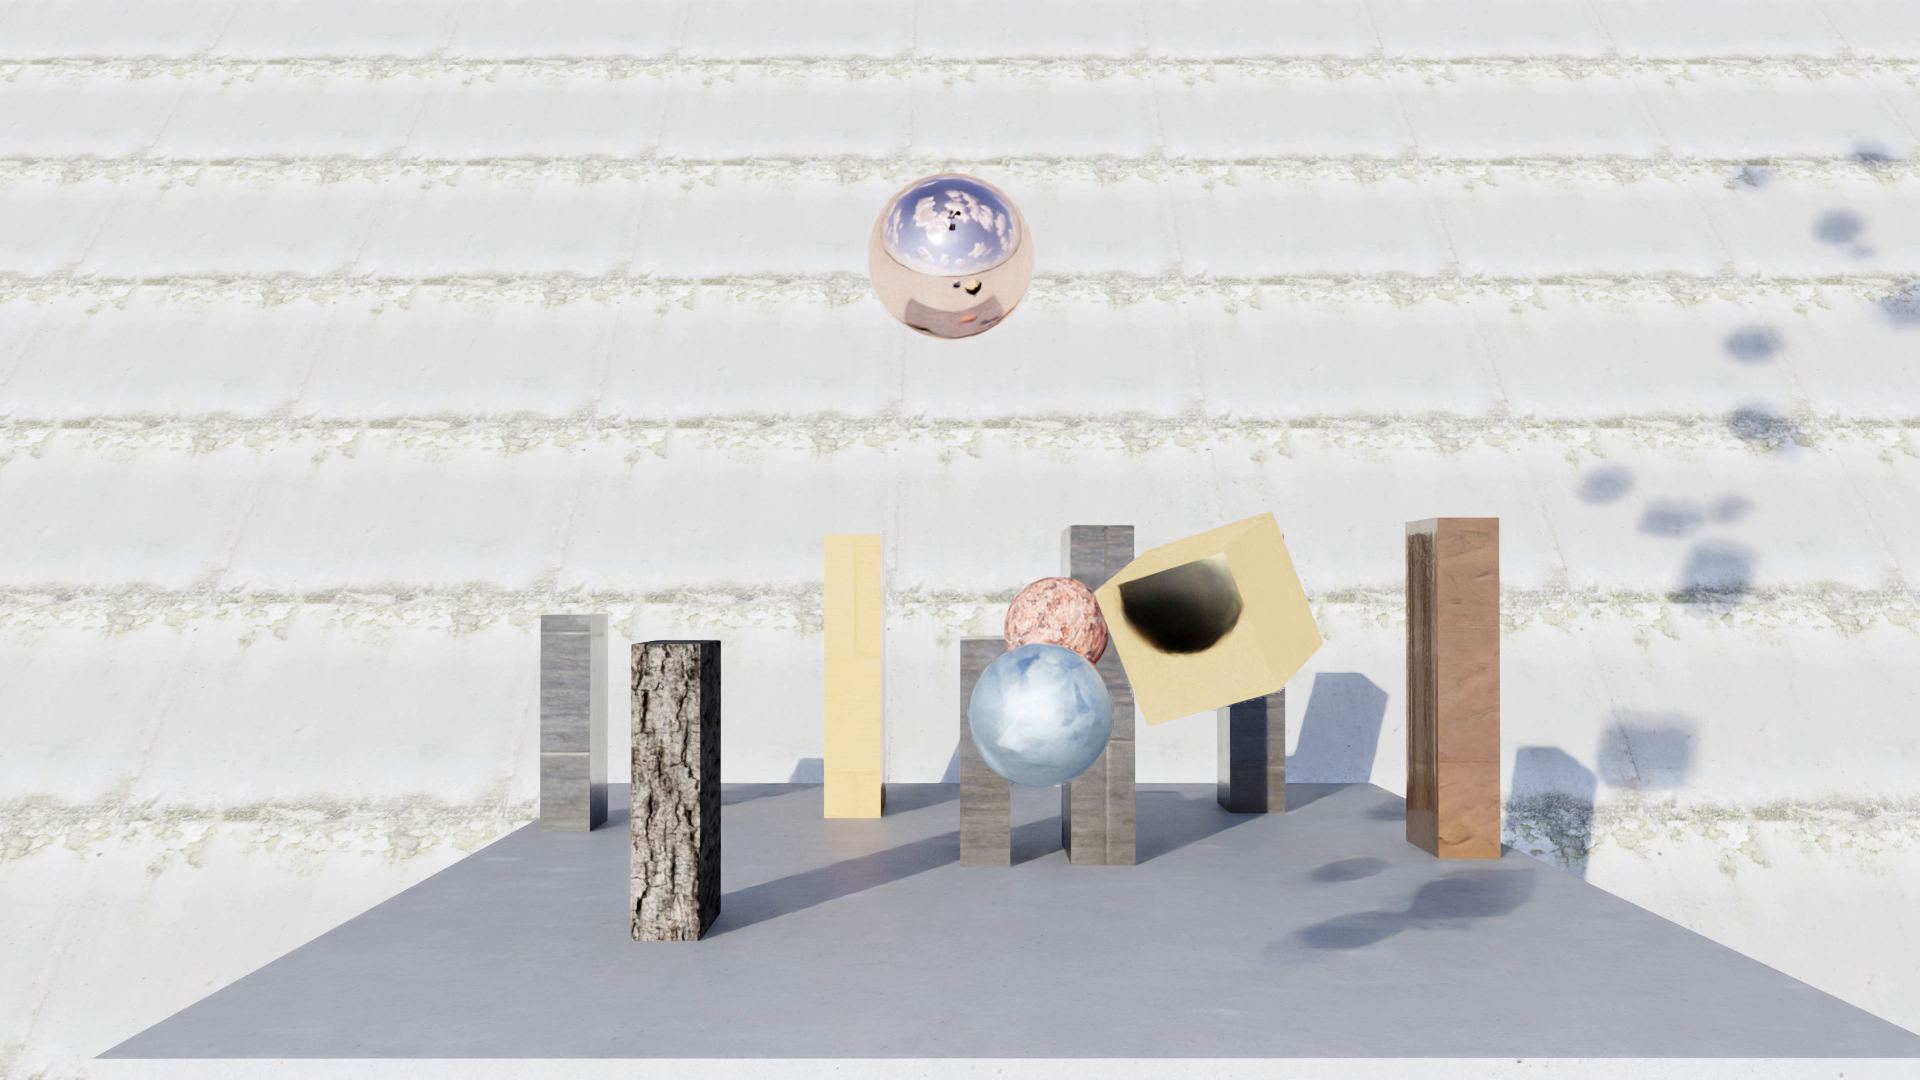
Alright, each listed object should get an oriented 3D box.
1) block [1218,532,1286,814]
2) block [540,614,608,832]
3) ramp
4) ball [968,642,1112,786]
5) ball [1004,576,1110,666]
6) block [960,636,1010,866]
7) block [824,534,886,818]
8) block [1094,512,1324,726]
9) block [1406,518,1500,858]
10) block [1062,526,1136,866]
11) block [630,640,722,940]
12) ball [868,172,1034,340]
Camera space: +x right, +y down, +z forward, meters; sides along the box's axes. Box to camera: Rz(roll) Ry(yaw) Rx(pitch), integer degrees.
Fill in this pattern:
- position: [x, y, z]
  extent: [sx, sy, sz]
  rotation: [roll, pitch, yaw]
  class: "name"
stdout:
- position: [0.669, 0.301, 5.979]
  extent: [0.125, 0.631, 0.287]
  rotation: [0, -1, 0]
  class: "block"
- position: [-0.820, 0.383, 5.523]
  extent: [0.104, 0.450, 0.277]
  rotation: [0, -1, 0]
  class: "block"
- position: [0.074, 0.643, 4.762]
  extent: [2.000, 0.100, 4.000]
  rotation: [0, -1, 0]
  class: "ramp"
- position: [0.075, 0.162, 2.401]
  extent: [0.133, 0.133, 0.133]
  rotation: [0, 33, 0]
  class: "ball"
- position: [0.111, 0.102, 2.978]
  extent: [0.121, 0.121, 0.121]
  rotation: [0, 33, 0]
  class: "ball"
- position: [0.045, 0.391, 4.916]
  extent: [0.091, 0.410, 0.445]
  rotation: [0, -1, 0]
  class: "block"
- position: [-0.237, 0.304, 5.940]
  extent: [0.124, 0.624, 0.443]
  rotation: [0, -1, 0]
  class: "block"
- position: [0.250, 0.078, 2.591]
  extent: [0.146, 0.146, 0.146]
  rotation: [-18, 8, 30]
  class: "block"
- position: [0.950, 0.279, 5.014]
  extent: [0.116, 0.636, 0.350]
  rotation: [0, -1, 0]
  class: "block"
- position: [0.260, 0.287, 4.935]
  extent: [0.117, 0.618, 0.433]
  rotation: [0, -1, 0]
  class: "block"
- position: [-0.421, 0.363, 3.865]
  extent: [0.099, 0.423, 0.329]
  rotation: [0, -1, 0]
  class: "block"
- position: [-0.010, -0.318, 2.912]
  extent: [0.187, 0.187, 0.187]
  rotation: [0, 33, 0]
  class: "ball"
